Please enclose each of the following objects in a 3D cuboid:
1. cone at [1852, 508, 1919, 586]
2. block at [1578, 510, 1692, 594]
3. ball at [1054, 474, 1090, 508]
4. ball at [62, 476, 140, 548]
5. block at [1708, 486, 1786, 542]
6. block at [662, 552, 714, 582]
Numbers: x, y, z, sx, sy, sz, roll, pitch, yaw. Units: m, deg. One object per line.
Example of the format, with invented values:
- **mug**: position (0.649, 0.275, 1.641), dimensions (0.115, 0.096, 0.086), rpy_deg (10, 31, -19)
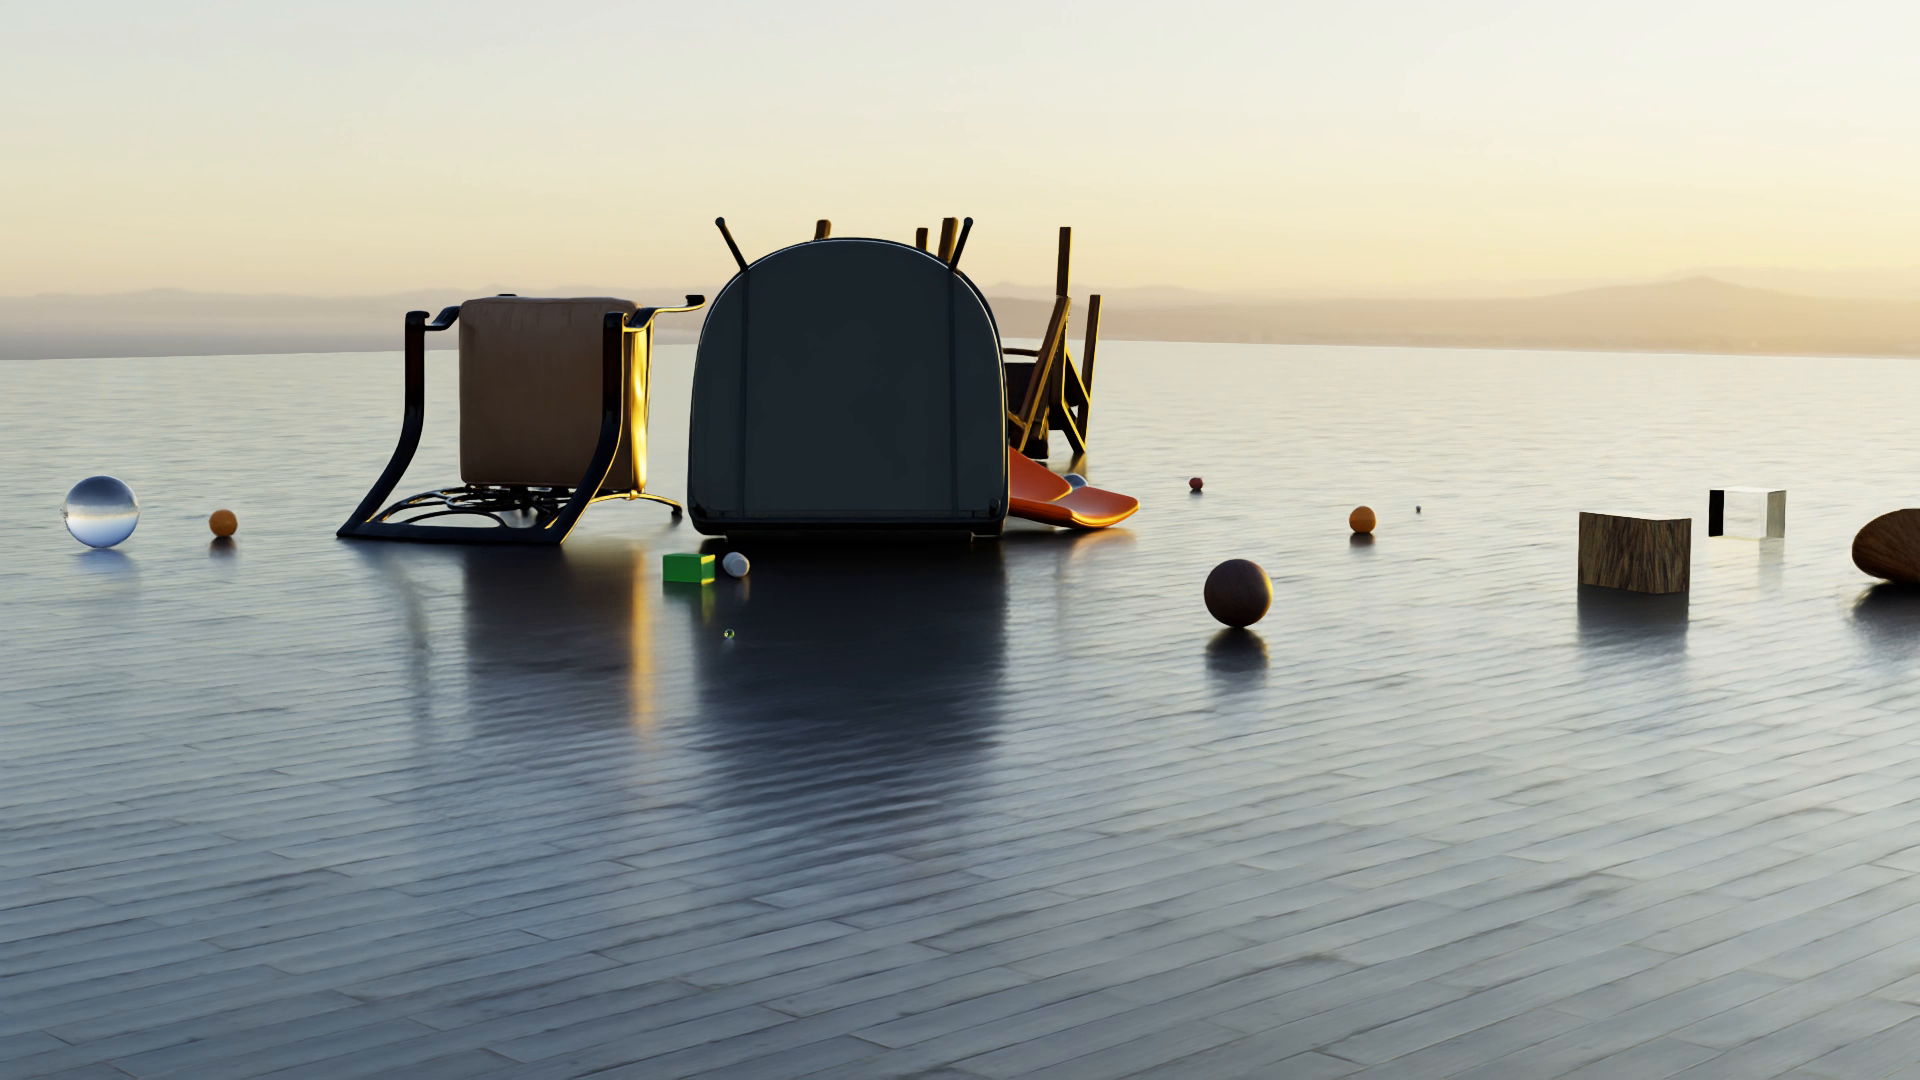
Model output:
- **cone**: position (2.053, 0.060, 5.439), dimensions (0.245, 0.174, 0.210), rpy_deg (2, 28, -14)
- **block**: position (1.429, 0.023, 5.443), dimensions (0.098, 0.154, 0.231), rpy_deg (-3, 7, -29)
- **ball**: position (0.318, -0.138, 7.269), dimensions (0.099, 0.099, 0.099), rpy_deg (0, 6, 0)
- **ball**: position (-2.080, -0.069, 6.215), dimensions (0.177, 0.177, 0.177), rpy_deg (0, 6, 0)
- **block**: position (1.982, -0.066, 6.459), dimensions (0.128, 0.122, 0.141), rpy_deg (-6, 8, -44)
- **block**: position (-0.588, 0.060, 5.563), dimensions (0.097, 0.055, 0.058), rpy_deg (3, 6, 24)
